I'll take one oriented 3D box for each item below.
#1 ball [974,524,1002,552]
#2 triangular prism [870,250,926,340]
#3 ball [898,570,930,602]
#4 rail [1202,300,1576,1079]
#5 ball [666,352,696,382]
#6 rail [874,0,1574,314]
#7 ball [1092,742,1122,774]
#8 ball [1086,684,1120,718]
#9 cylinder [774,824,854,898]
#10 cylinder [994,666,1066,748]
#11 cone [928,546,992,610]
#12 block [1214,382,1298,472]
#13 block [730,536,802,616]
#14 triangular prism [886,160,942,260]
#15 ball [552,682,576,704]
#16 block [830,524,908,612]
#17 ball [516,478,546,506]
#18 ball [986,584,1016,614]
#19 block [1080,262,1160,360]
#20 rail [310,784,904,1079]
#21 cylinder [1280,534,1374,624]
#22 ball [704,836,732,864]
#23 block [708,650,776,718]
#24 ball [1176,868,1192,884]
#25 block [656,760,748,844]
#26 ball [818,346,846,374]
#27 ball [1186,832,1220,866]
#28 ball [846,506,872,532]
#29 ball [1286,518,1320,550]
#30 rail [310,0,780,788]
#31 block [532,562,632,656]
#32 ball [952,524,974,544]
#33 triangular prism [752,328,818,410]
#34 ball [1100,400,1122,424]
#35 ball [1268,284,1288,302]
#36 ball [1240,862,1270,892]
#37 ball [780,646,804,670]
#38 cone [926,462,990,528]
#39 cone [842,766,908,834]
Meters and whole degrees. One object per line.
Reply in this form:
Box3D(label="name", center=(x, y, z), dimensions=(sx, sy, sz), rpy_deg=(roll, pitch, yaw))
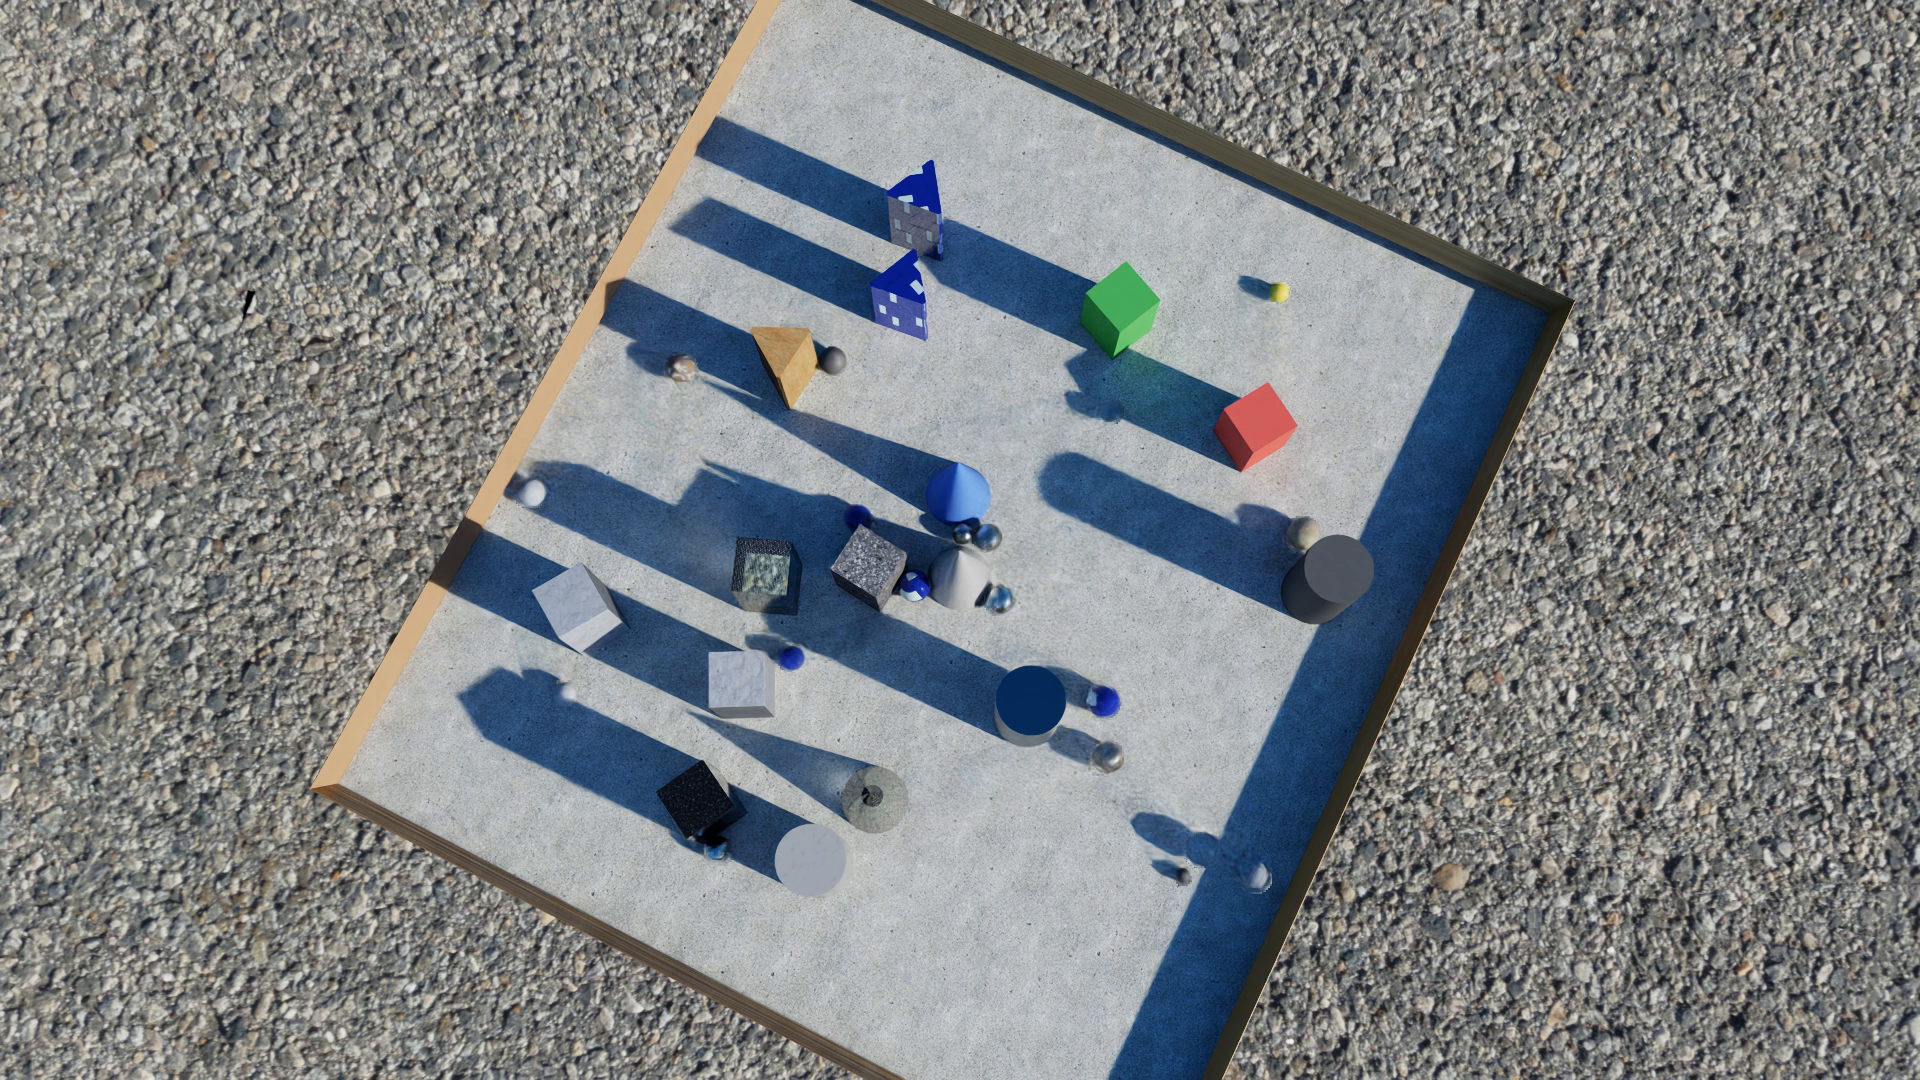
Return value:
Box3D(label="ball", center=(0.087, -0.008, 5.575), dimensions=(0.086, 0.086, 0.086), rpy_deg=(0, 78, 0))
Box3D(label="triangular prism", center=(-0.160, -0.760, 5.597), dimensions=(0.172, 0.347, 0.149), rpy_deg=(19, 79, 4))
Box3D(label="ball", center=(-0.137, 0.138, 5.537), dimensions=(0.099, 0.099, 0.099), rpy_deg=(0, 78, 0))
Box3D(label="rail", center=(1.196, 0.593, 5.427), dimensions=(0.045, 0.129, 3.031), rpy_deg=(26, 80, 5))
Box3D(label="ball", center=(-0.864, -0.534, 5.681), dimensions=(0.091, 0.091, 0.091), rpy_deg=(0, 78, 0))
Box3D(label="rail", center=(0.667, -1.300, 5.819), dimensions=(2.722, 0.129, 0.045), rpy_deg=(26, 80, 5))
Box3D(label="ball", center=(0.436, 0.646, 5.436), dimensions=(0.092, 0.092, 0.092), rpy_deg=(0, 78, 0))
Box3D(label="ball", center=(0.428, 0.480, 5.468), dimensions=(0.098, 0.098, 0.098), rpy_deg=(0, 78, 0))
Box3D(label="cylinder", center=(-0.412, 0.921, 5.238), dimensions=(0.199, 0.368, 0.199), rpy_deg=(0, 78, 0))
Box3D(label="cylinder", center=(0.200, 0.487, 5.329), dimensions=(0.199, 0.366, 0.199), rpy_deg=(0, 78, 0))
Box3D(label="cone", center=(-0.001, 0.073, 5.379), dimensions=(0.199, 0.435, 0.199), rpy_deg=(0, 78, 0))
Box3D(label="block", center=(0.894, -0.340, 5.563), dimensions=(0.159, 0.242, 0.159), rpy_deg=(-31, 80, -6))
Box3D(label="block", center=(-0.567, 0.110, 5.412), dimensions=(0.159, 0.356, 0.159), rpy_deg=(5, 78, 1))
Box3D(label="triangular prism", center=(-0.110, -1.023, 5.627), dimensions=(0.172, 0.394, 0.149), rpy_deg=(21, 79, 4))
Box3D(label="ball", center=(-1.184, 0.458, 5.486), dimensions=(0.070, 0.070, 0.070), rpy_deg=(0, 78, 0))
Box3D(label="block", center=(-0.268, 0.087, 5.464), dimensions=(0.159, 0.264, 0.159), rpy_deg=(32, 80, 6))
Box3D(label="ball", center=(-1.311, -0.146, 5.602), dimensions=(0.088, 0.088, 0.088), rpy_deg=(0, 78, 0))
Box3D(label="ball", center=(0.122, 0.179, 5.533), dimensions=(0.091, 0.091, 0.091), rpy_deg=(0, 78, 0))
Box3D(label="block", center=(0.488, -0.700, 5.618), dimensions=(0.159, 0.281, 0.159), rpy_deg=(-39, 81, -7))
Box3D(label="rail", center=(-0.667, 1.314, 5.278), dimensions=(2.722, 0.129, 0.045), rpy_deg=(26, 80, 5))
Box3D(label="cylinder", center=(1.077, 0.120, 5.395), dimensions=(0.199, 0.385, 0.199), rpy_deg=(0, 78, 0))
Box3D(label="ball", center=(-0.710, 0.909, 5.387), dimensions=(0.082, 0.082, 0.082), rpy_deg=(0, 78, 0))
Box3D(label="block", center=(-0.637, 0.427, 5.373), dimensions=(0.159, 0.303, 0.159), rpy_deg=(-2, 78, 0))
Box3D(label="ball", center=(0.657, 0.988, 5.389), dimensions=(0.045, 0.045, 0.045), rpy_deg=(0, 78, 0))
Box3D(label="block", center=(-0.740, 0.757, 5.282), dimensions=(0.159, 0.349, 0.159), rpy_deg=(-35, 80, -7))
Box3D(label="ball", center=(-0.396, -0.558, 5.688), dimensions=(0.087, 0.087, 0.087), rpy_deg=(0, 78, 0))
Box3D(label="ball", center=(0.711, 0.907, 5.378), dimensions=(0.099, 0.099, 0.099), rpy_deg=(0, 78, 0))
Box3D(label="ball", center=(-0.308, -0.065, 5.588), dimensions=(0.083, 0.083, 0.083), rpy_deg=(0, 78, 0))
Box3D(label="ball", center=(1.043, -0.018, 5.571), dimensions=(0.097, 0.097, 0.097), rpy_deg=(0, 78, 0))
Box3D(label="rail", center=(-1.196, -0.579, 5.669), dimensions=(0.045, 0.129, 3.031), rpy_deg=(26, 80, 5))
Box3D(label="block", center=(-1.105, 0.208, 5.378), dimensions=(0.159, 0.384, 0.159), rpy_deg=(-30, 80, -6))
Box3D(label="ball", center=(0.009, -0.018, 5.587), dimensions=(0.066, 0.066, 0.066), rpy_deg=(0, 78, 0))
Box3D(label="triangular prism", center=(-0.551, -0.549, 5.550), dimensions=(0.149, 0.353, 0.172), rpy_deg=(31, 80, 6))
Box3D(label="ball", center=(0.466, -0.396, 5.663), dimensions=(0.070, 0.070, 0.070), rpy_deg=(0, 78, 0))
Box3D(label="ball", center=(1.000, -0.775, 5.746), dimensions=(0.061, 0.061, 0.061), rpy_deg=(0, 78, 0))
Box3D(label="ball", center=(0.866, 0.986, 5.368), dimensions=(0.088, 0.088, 0.088), rpy_deg=(0, 78, 0))
Box3D(label="ball", center=(-0.504, 0.356, 5.505), dimensions=(0.074, 0.074, 0.074), rpy_deg=(0, 78, 0))
Box3D(label="cone", center=(-0.006, -0.180, 5.432), dimensions=(0.199, 0.434, 0.199), rpy_deg=(0, 78, 0))
Box3D(label="cone", center=(-0.252, 0.743, 5.307), dimensions=(0.199, 0.306, 0.199), rpy_deg=(0, 78, 0))
